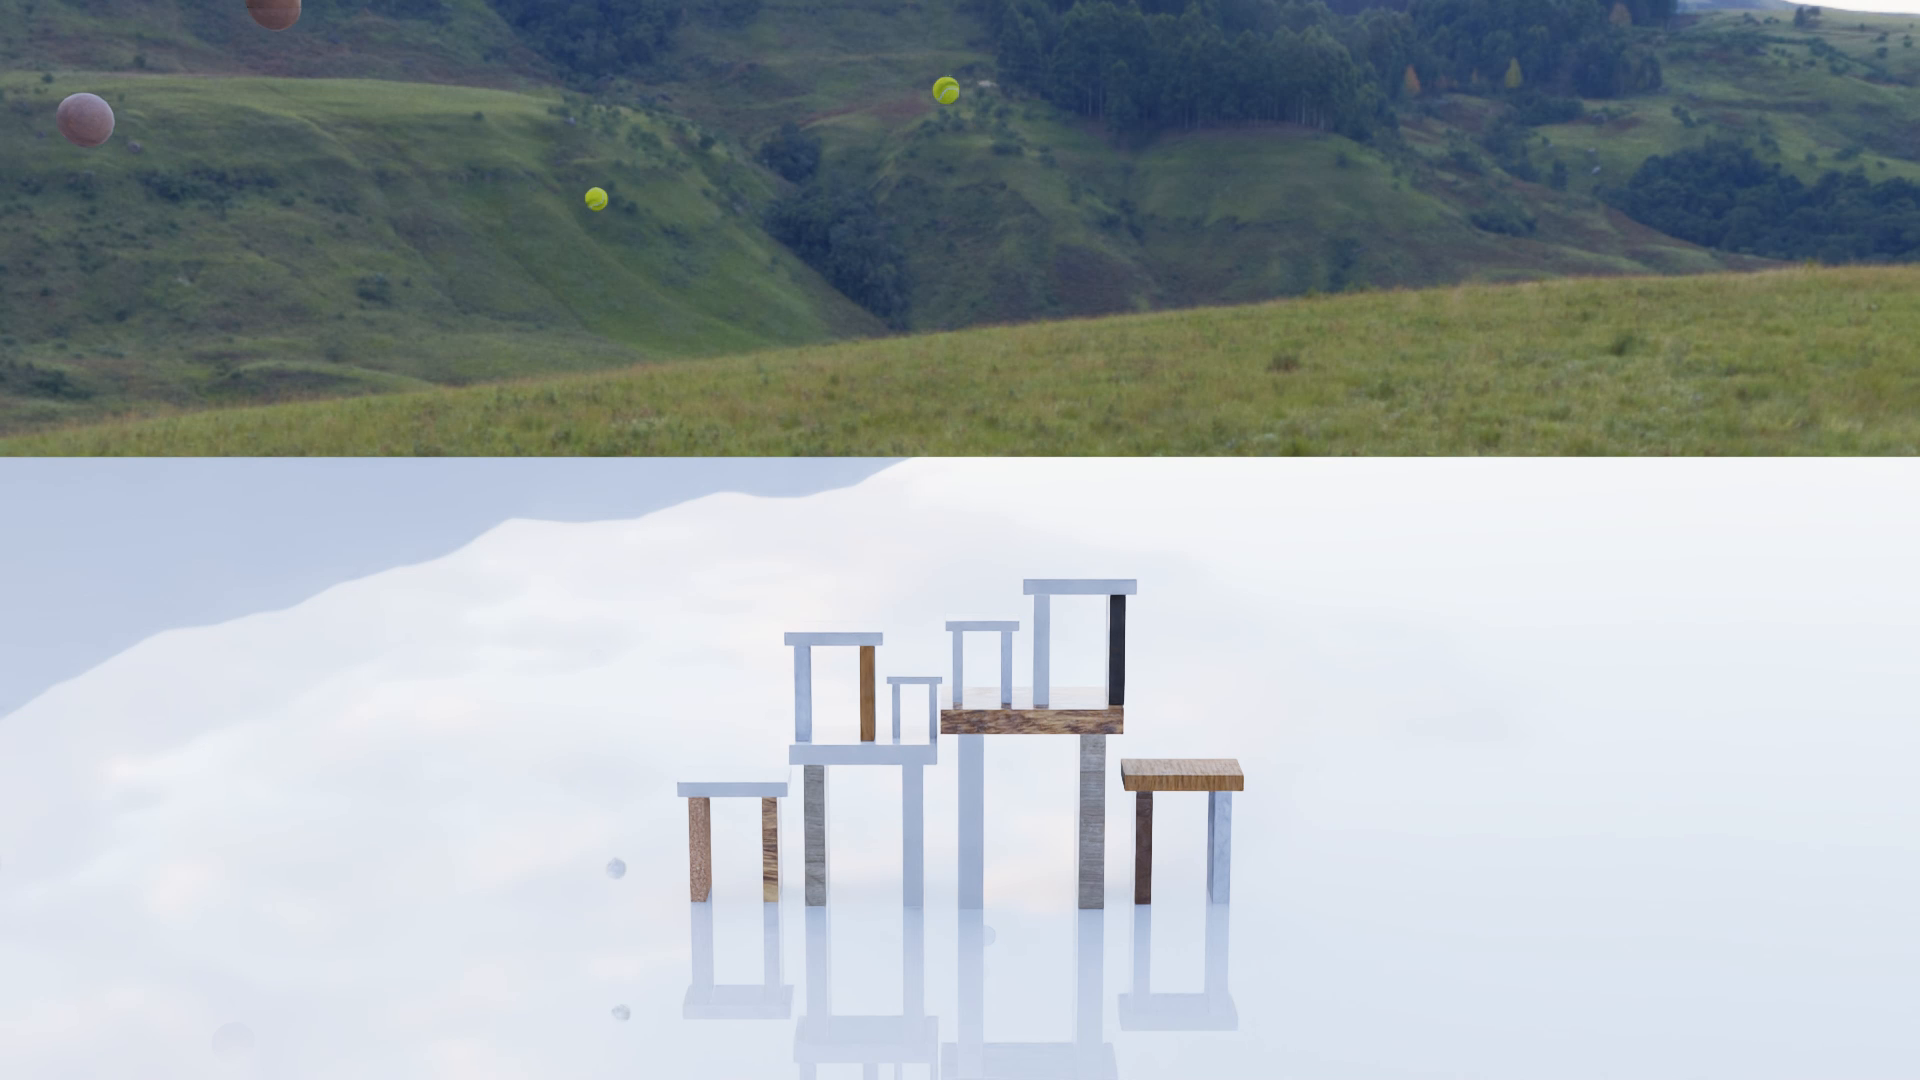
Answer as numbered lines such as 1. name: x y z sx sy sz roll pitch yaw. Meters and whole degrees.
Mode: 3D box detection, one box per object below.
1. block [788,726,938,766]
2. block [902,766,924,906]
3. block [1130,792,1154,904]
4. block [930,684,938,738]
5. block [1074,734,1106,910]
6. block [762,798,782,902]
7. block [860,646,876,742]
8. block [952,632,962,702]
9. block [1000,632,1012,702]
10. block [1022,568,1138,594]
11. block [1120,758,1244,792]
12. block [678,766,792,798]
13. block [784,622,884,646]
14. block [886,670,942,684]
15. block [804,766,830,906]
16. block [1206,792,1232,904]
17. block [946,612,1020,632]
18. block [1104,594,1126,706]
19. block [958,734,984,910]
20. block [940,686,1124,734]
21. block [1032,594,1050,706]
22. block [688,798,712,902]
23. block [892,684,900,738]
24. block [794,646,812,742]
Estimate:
1. block: -0.157 0.337 3.621 0.240 0.034 0.120 0 11 0
2. block: -0.077 0.472 3.646 0.034 0.240 0.120 0 11 0
3. block: 0.301 0.496 3.647 0.027 0.194 0.097 0 11 0
4. block: -0.044 0.275 3.612 0.013 0.091 0.045 0 11 0
5. block: 0.214 0.445 3.641 0.042 0.295 0.148 0 11 0
6. block: -0.312 0.501 3.656 0.026 0.180 0.090 0 11 0
7. block: -0.151 0.242 3.604 0.023 0.159 0.080 0 11 0
8. block: -0.004 0.201 3.592 0.017 0.120 0.060 0 11 0
9. block: 0.076 0.201 3.592 0.017 0.120 0.060 0 11 0
10. block: 0.192 0.067 3.569 0.183 0.026 0.091 0 11 0
11. block: 0.365 0.387 3.627 0.194 0.027 0.097 0 11 0
12. block: -0.372 0.400 3.637 0.180 0.025 0.090 0 11 0
13. block: -0.204 0.153 3.587 0.159 0.023 0.080 0 11 0
14. block: -0.074 0.224 3.603 0.091 0.013 0.045 0 11 0
15. block: -0.237 0.472 3.646 0.034 0.240 0.120 0 11 0
16. block: 0.430 0.496 3.647 0.027 0.194 0.097 0 11 0
17. block: 0.036 0.133 3.580 0.120 0.017 0.060 0 11 0
18. block: 0.253 0.169 3.588 0.026 0.183 0.091 0 11 0
19. block: 0.018 0.445 3.641 0.042 0.295 0.148 0 11 0
20. block: 0.116 0.279 3.611 0.295 0.042 0.148 0 11 0
21. block: 0.132 0.169 3.588 0.026 0.183 0.091 0 11 0
22. block: -0.432 0.501 3.656 0.026 0.180 0.090 0 11 0
23. block: -0.104 0.275 3.612 0.013 0.091 0.045 0 11 0
24. block: -0.257 0.242 3.604 0.023 0.159 0.080 0 11 0
